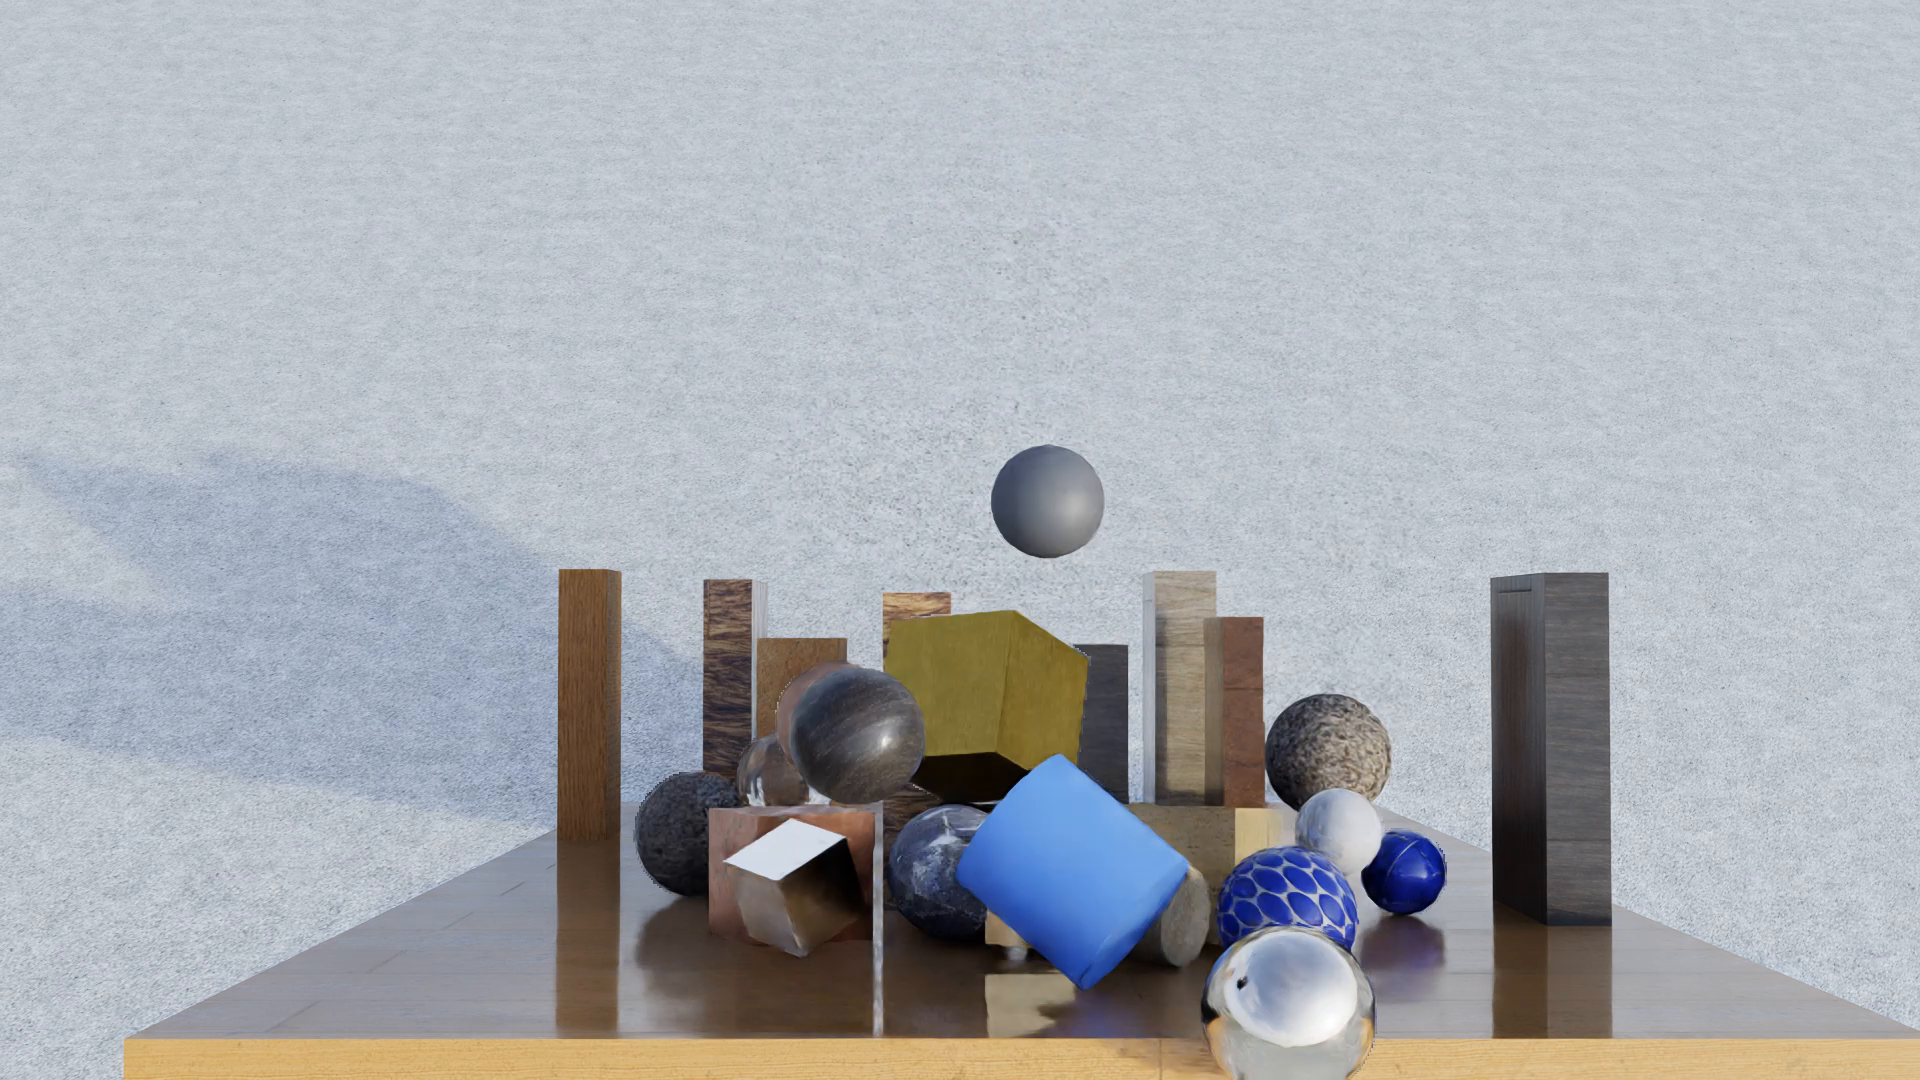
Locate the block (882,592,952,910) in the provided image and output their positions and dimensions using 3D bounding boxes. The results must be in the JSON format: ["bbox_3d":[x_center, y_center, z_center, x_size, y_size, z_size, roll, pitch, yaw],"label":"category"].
[{"bbox_3d":[-0.070,0.347,4.384,0.110,0.512,0.351,0,-2,0],"label":"block"}]

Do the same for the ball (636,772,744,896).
[{"bbox_3d":[-0.445,0.500,4.407,0.209,0.209,0.209,0,36,0],"label":"ball"}]

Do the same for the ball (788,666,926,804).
[{"bbox_3d":[-0.106,0.202,2.683,0.142,0.142,0.142,0,36,0],"label":"ball"}]

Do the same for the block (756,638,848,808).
[{"bbox_3d":[-0.291,0.401,4.832,0.144,0.437,0.409,0,-2,0],"label":"block"}]

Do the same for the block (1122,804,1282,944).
[{"bbox_3d":[0.340,0.479,3.740,0.189,0.189,0.189,-1,-7,27],"label":"block"}]

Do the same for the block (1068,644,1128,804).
[{"bbox_3d":[0.213,0.380,4.142,0.083,0.429,0.410,0,-2,0],"label":"block"}]

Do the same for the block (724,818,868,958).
[{"bbox_3d":[-0.228,0.484,3.624,0.124,0.124,0.124,-30,26,-34],"label":"block"}]

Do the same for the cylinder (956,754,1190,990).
[{"bbox_3d":[0.141,0.416,3.264,0.208,0.208,0.208,39,48,18],"label":"cylinder"}]

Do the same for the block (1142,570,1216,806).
[{"bbox_3d":[0.519,0.372,6.177,0.141,0.589,0.411,0,-2,0],"label":"block"}]

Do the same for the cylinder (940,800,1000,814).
[{"bbox_3d":[0.051,0.495,4.115,0.196,0.196,0.196,-7,-1,-10],"label":"cylinder"}]

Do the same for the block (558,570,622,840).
[{"bbox_3d":[-0.815,0.359,5.724,0.105,0.584,0.240,0,-2,0],"label":"block"}]

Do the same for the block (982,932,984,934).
[{"bbox_3d":[0.007,0.526,3.931,0.122,0.122,0.122,0,-2,-2],"label":"block"}]

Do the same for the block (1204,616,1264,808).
[{"bbox_3d":[0.591,0.407,5.627,0.084,0.479,0.433,0,-2,0],"label":"block"}]

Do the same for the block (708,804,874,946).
[{"bbox_3d":[-0.250,0.491,3.835,0.185,0.185,0.185,1,-2,-27],"label":"block"}]

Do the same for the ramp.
[{"bbox_3d":[0.078,0.670,4.860,2.000,0.100,4.000,0,-2,0],"label":"ramp"}]

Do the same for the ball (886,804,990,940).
[{"bbox_3d":[-0.009,0.481,3.773,0.195,0.195,0.195,0,36,0],"label":"ball"}]

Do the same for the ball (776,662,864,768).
[{"bbox_3d":[-0.139,0.210,2.976,0.142,0.142,0.142,0,36,0],"label":"ball"}]

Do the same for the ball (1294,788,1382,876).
[{"bbox_3d":[0.494,0.382,3.394,0.115,0.115,0.115,0,36,0],"label":"ball"}]

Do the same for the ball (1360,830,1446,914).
[{"bbox_3d":[0.703,0.527,4.127,0.134,0.134,0.134,0,36,0],"label":"ball"}]

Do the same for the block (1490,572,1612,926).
[{"bbox_3d":[0.944,0.326,4.173,0.099,0.539,0.408,0,-2,0],"label":"block"}]

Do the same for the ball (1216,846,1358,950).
[{"bbox_3d":[0.411,0.475,3.274,0.179,0.179,0.179,0,36,0],"label":"ball"}]

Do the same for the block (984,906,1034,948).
[{"bbox_3d":[0.122,0.486,3.623,0.146,0.146,0.146,4,0,10],"label":"block"}]

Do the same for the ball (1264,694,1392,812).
[{"bbox_3d":[0.557,0.328,3.935,0.191,0.191,0.191,0,36,0],"label":"ball"}]

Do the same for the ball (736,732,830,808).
[{"bbox_3d":[-0.286,0.394,4.257,0.162,0.162,0.162,0,36,0],"label":"ball"}]

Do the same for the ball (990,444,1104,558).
[{"bbox_3d":[0.115,-0.050,3.406,0.149,0.149,0.149,0,36,0],"label":"ball"}]

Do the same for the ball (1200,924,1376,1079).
[{"bbox_3d":[0.351,0.505,2.782,0.186,0.186,0.186,0,36,0],"label":"ball"}]

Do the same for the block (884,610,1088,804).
[{"bbox_3d":[0.029,0.223,3.432,0.192,0.192,0.192,-7,64,33],"label":"block"}]

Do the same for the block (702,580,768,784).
[{"bbox_3d":[-0.434,0.353,5.042,0.090,0.546,0.404,0,-2,0],"label":"block"}]
